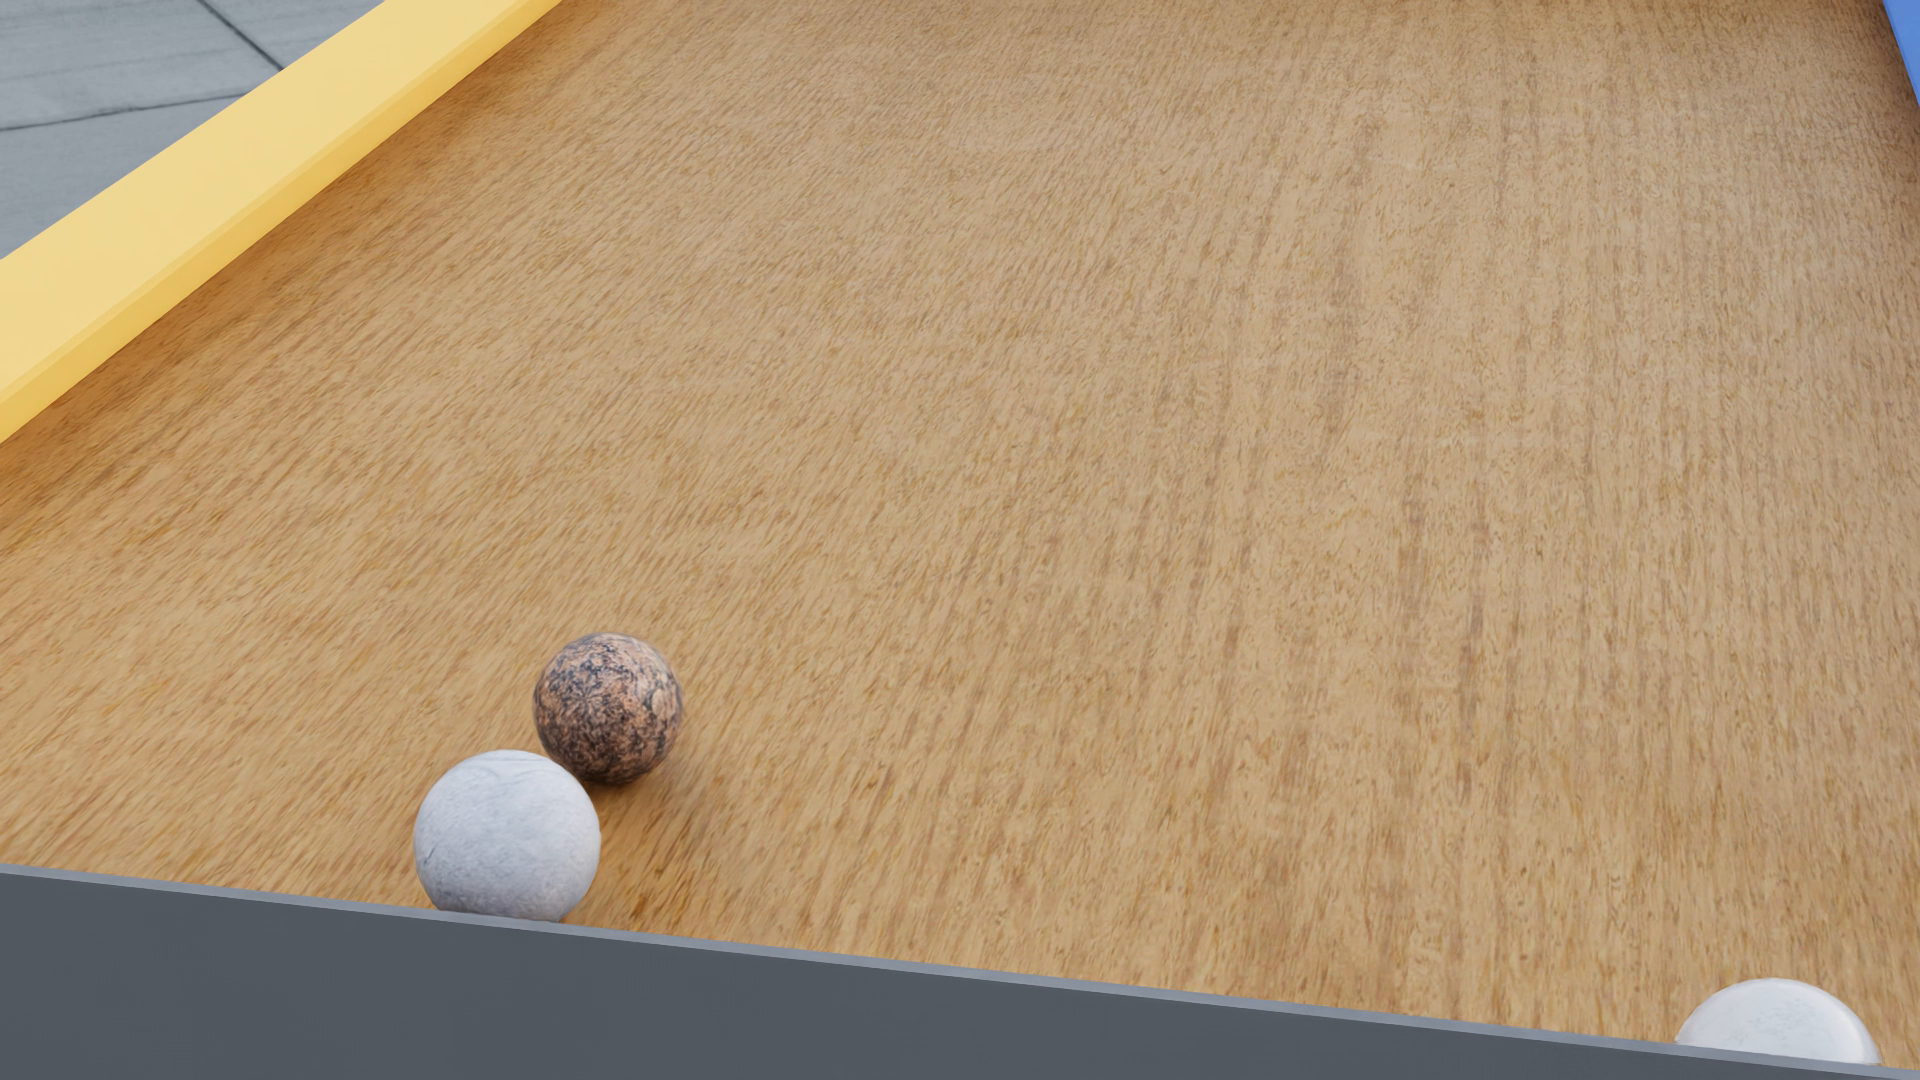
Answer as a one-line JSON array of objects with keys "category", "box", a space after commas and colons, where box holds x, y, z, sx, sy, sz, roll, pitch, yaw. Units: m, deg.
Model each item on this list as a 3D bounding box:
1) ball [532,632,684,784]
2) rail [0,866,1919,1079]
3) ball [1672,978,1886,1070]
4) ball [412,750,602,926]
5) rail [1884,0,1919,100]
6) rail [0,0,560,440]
[{"category": "ball", "box": [-0.204, 0.098, 1.707, 0.088, 0.088, 0.088, 0, 25, 0]}, {"category": "rail", "box": [-0.118, 0.230, 1.370, 1.501, 0.129, 0.045, 5, 25, 10]}, {"category": "ball", "box": [0.377, 0.252, 1.359, 0.099, 0.099, 0.099, 0, 25, 0]}, {"category": "ball", "box": [-0.240, 0.161, 1.557, 0.099, 0.099, 0.099, 0, 25, 0]}, {"category": "rail", "box": [0.835, -0.224, 2.353, 0.045, 0.129, 2.541, 5, 25, 10]}, {"category": "rail", "box": [-0.590, -0.341, 2.608, 0.045, 0.129, 2.541, 5, 25, 10]}]
